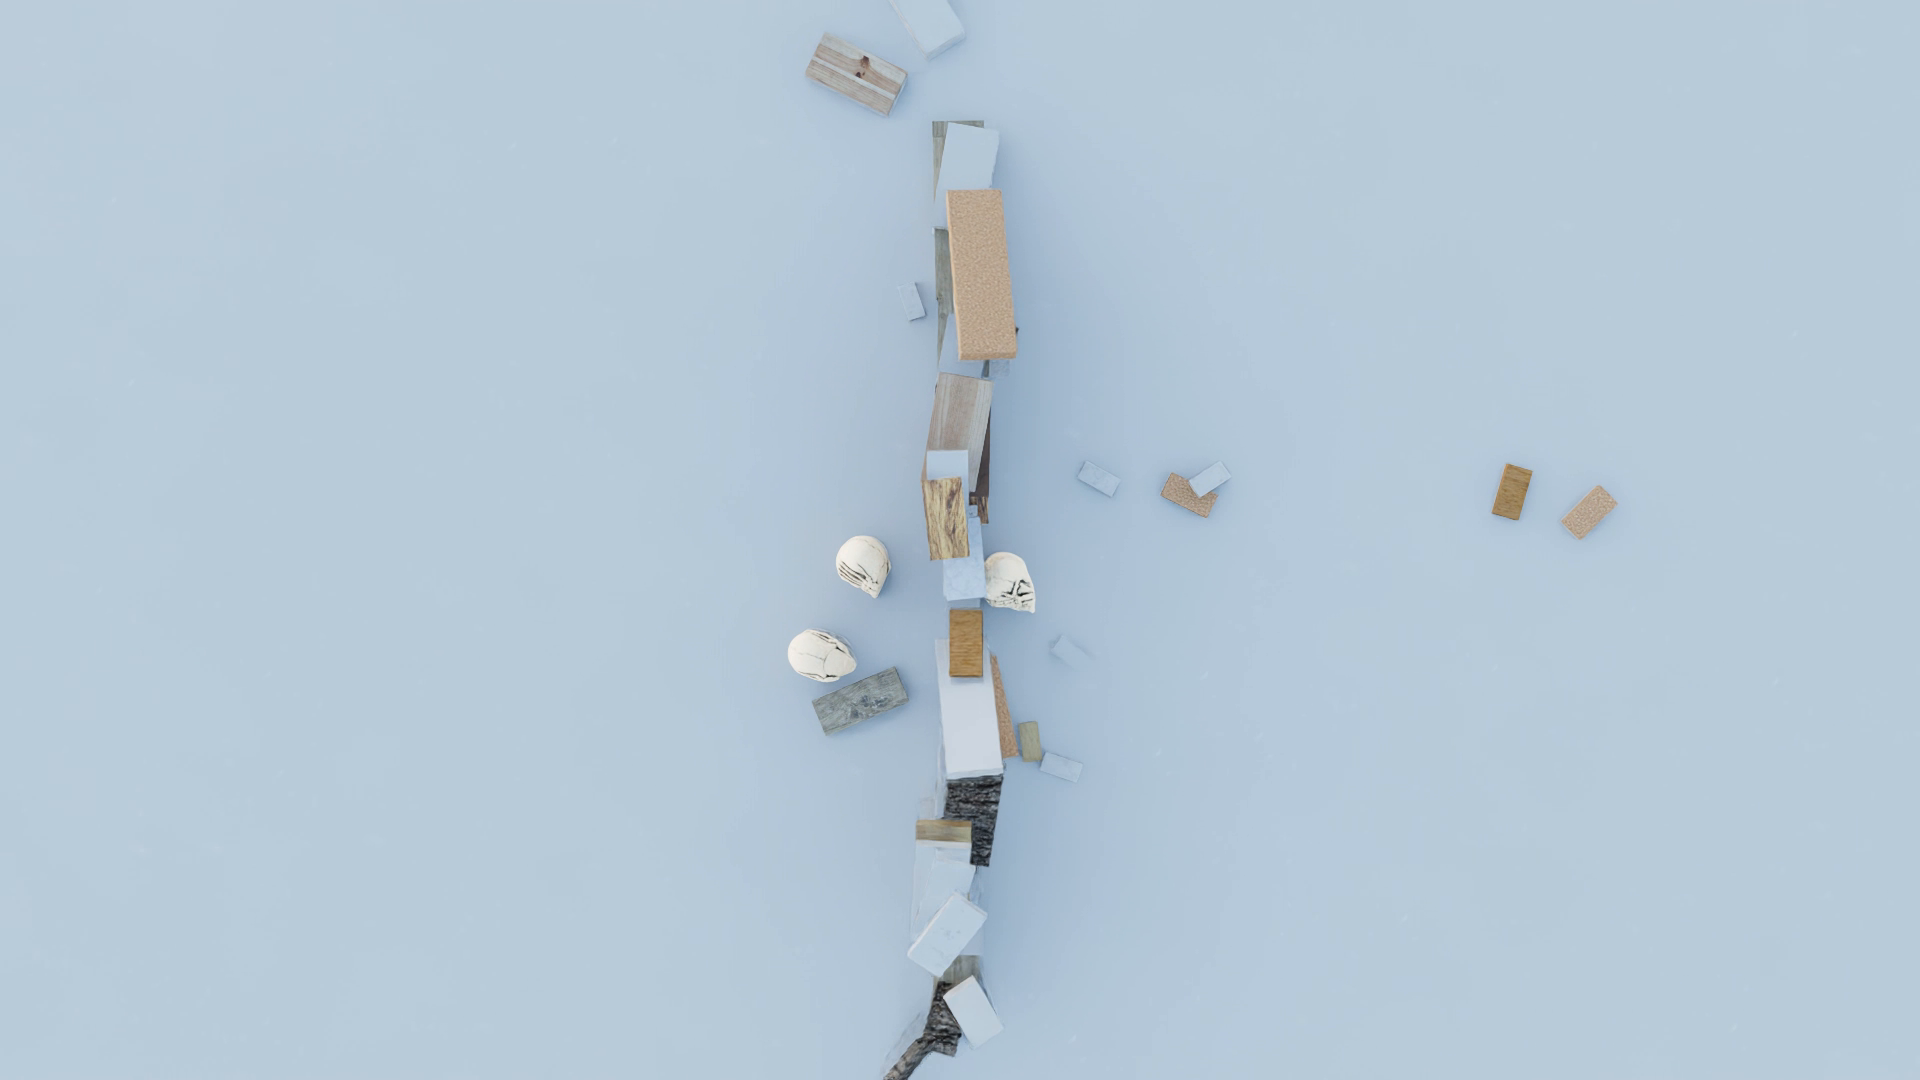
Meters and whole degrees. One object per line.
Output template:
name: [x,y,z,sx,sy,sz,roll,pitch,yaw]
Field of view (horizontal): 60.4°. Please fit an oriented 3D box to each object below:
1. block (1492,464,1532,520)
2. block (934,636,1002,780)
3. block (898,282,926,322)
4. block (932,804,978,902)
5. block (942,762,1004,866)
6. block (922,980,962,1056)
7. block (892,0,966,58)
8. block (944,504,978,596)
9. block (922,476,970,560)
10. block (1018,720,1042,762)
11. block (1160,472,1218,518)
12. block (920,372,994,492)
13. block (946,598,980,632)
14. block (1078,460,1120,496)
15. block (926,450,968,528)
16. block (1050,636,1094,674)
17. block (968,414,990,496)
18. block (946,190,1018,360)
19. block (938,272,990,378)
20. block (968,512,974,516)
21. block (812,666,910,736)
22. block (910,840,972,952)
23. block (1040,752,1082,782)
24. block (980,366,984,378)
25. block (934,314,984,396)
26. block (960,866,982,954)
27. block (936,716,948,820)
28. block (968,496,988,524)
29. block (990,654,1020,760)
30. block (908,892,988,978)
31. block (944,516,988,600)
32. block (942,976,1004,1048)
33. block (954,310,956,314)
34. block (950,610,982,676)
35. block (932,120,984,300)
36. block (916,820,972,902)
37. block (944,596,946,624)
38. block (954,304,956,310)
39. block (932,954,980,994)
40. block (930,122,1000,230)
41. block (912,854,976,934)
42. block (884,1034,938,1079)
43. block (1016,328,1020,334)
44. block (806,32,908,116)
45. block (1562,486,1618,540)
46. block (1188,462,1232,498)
block: [1.837,-0.159,5.488,0.086,0.024,0.171,16,90,0]
block: [0.026,0.536,5.328,0.174,0.049,0.478,-6,57,-1]
block: [-0.161,-0.795,5.492,0.059,0.017,0.119,-19,90,0]
block: [-0.017,1.021,5.393,0.154,0.044,0.308,2,76,0]
block: [0.033,0.875,5.312,0.169,0.048,0.337,8,99,-6]
block: [-0.045,1.584,5.455,0.119,0.034,0.238,15,104,0]
block: [-0.127,-1.777,5.479,0.152,0.043,0.303,-32,90,0]
block: [0.002,0.033,5.358,0.107,0.030,0.297,1,97,0]
block: [-0.045,-0.067,5.205,0.126,0.036,0.252,-6,101,2]
block: [0.234,0.672,5.491,0.065,0.018,0.130,-8,90,0]
block: [0.763,-0.149,5.488,0.171,0.024,0.086,26,90,0]
block: [-0.009,-0.343,5.231,0.177,0.050,0.355,10,102,-1]
block: [0.008,0.190,5.408,0.112,0.032,0.224,-1,97,1]
block: [0.462,-0.204,5.491,0.131,0.018,0.065,29,90,0]
block: [-0.038,-0.154,5.225,0.130,0.037,0.259,-1,101,1]
block: [0.374,0.383,5.491,0.130,0.018,0.065,37,90,0]
block: [0.007,-0.319,5.288,0.177,0.050,0.355,1,102,0]
block: [0.067,-0.854,5.285,0.177,0.050,0.579,-2,72,-7]
block: [0.013,-0.709,5.432,0.171,0.048,0.341,1,93,0]
block: [0.007,0.027,5.326,0.107,0.030,0.213,-10,97,2]
block: [-0.331,0.536,5.482,0.298,0.036,0.126,-23,90,0]
block: [-0.064,1.131,5.250,0.174,0.049,0.348,4,103,0]
block: [0.337,0.755,5.491,0.130,0.018,0.065,19,90,0]
block: [0.006,-0.483,5.380,0.139,0.039,0.278,3,85,0]
block: [0.006,-0.581,5.325,0.139,0.039,0.278,10,93,-3]
block: [-0.002,1.206,5.432,0.154,0.044,0.308,0,90,2]
block: [0.012,0.750,5.415,0.169,0.048,0.338,3,73,-4]
block: [0.021,-0.226,5.352,0.139,0.039,0.347,-1,102,1]
block: [0.073,0.559,5.422,0.169,0.048,0.338,-12,73,-4]
block: [-0.041,1.243,5.191,0.126,0.036,0.252,36,99,-9]
block: [0.011,0.058,5.297,0.130,0.037,0.259,-5,97,1]
block: [0.044,1.551,5.415,0.119,0.034,0.238,-32,119,-11]
block: [0.060,-0.835,5.372,0.152,0.043,0.303,1,86,-3]
block: [0.019,0.336,5.362,0.107,0.030,0.213,0,80,2]
block: [-0.001,-1.095,5.476,0.171,0.048,0.583,-1,90,0]
block: [-0.056,1.071,5.288,0.174,0.049,0.348,2,103,1]
block: [0.004,0.185,5.484,0.112,0.032,0.224,-2,90,0]
block: [0.016,-0.732,5.292,0.059,0.017,0.119,-6,73,-9]
block: [-0.007,1.160,5.476,0.154,0.044,0.693,1,90,1]
block: [0.017,-1.186,5.428,0.171,0.048,0.341,10,90,0]
block: [-0.050,1.134,5.206,0.130,0.037,0.259,16,102,-3]
block: [-0.180,1.730,5.416,0.034,0.119,0.238,42,103,23]
block: [0.088,-0.700,5.399,0.202,0.018,0.065,23,92,-1]
block: [-0.343,-1.549,5.479,0.303,0.043,0.152,26,90,0]
block: [2.095,-0.092,5.488,0.171,0.024,0.086,-44,90,0]
block: [0.828,-0.201,5.474,0.131,0.018,0.065,-33,83,-12]
